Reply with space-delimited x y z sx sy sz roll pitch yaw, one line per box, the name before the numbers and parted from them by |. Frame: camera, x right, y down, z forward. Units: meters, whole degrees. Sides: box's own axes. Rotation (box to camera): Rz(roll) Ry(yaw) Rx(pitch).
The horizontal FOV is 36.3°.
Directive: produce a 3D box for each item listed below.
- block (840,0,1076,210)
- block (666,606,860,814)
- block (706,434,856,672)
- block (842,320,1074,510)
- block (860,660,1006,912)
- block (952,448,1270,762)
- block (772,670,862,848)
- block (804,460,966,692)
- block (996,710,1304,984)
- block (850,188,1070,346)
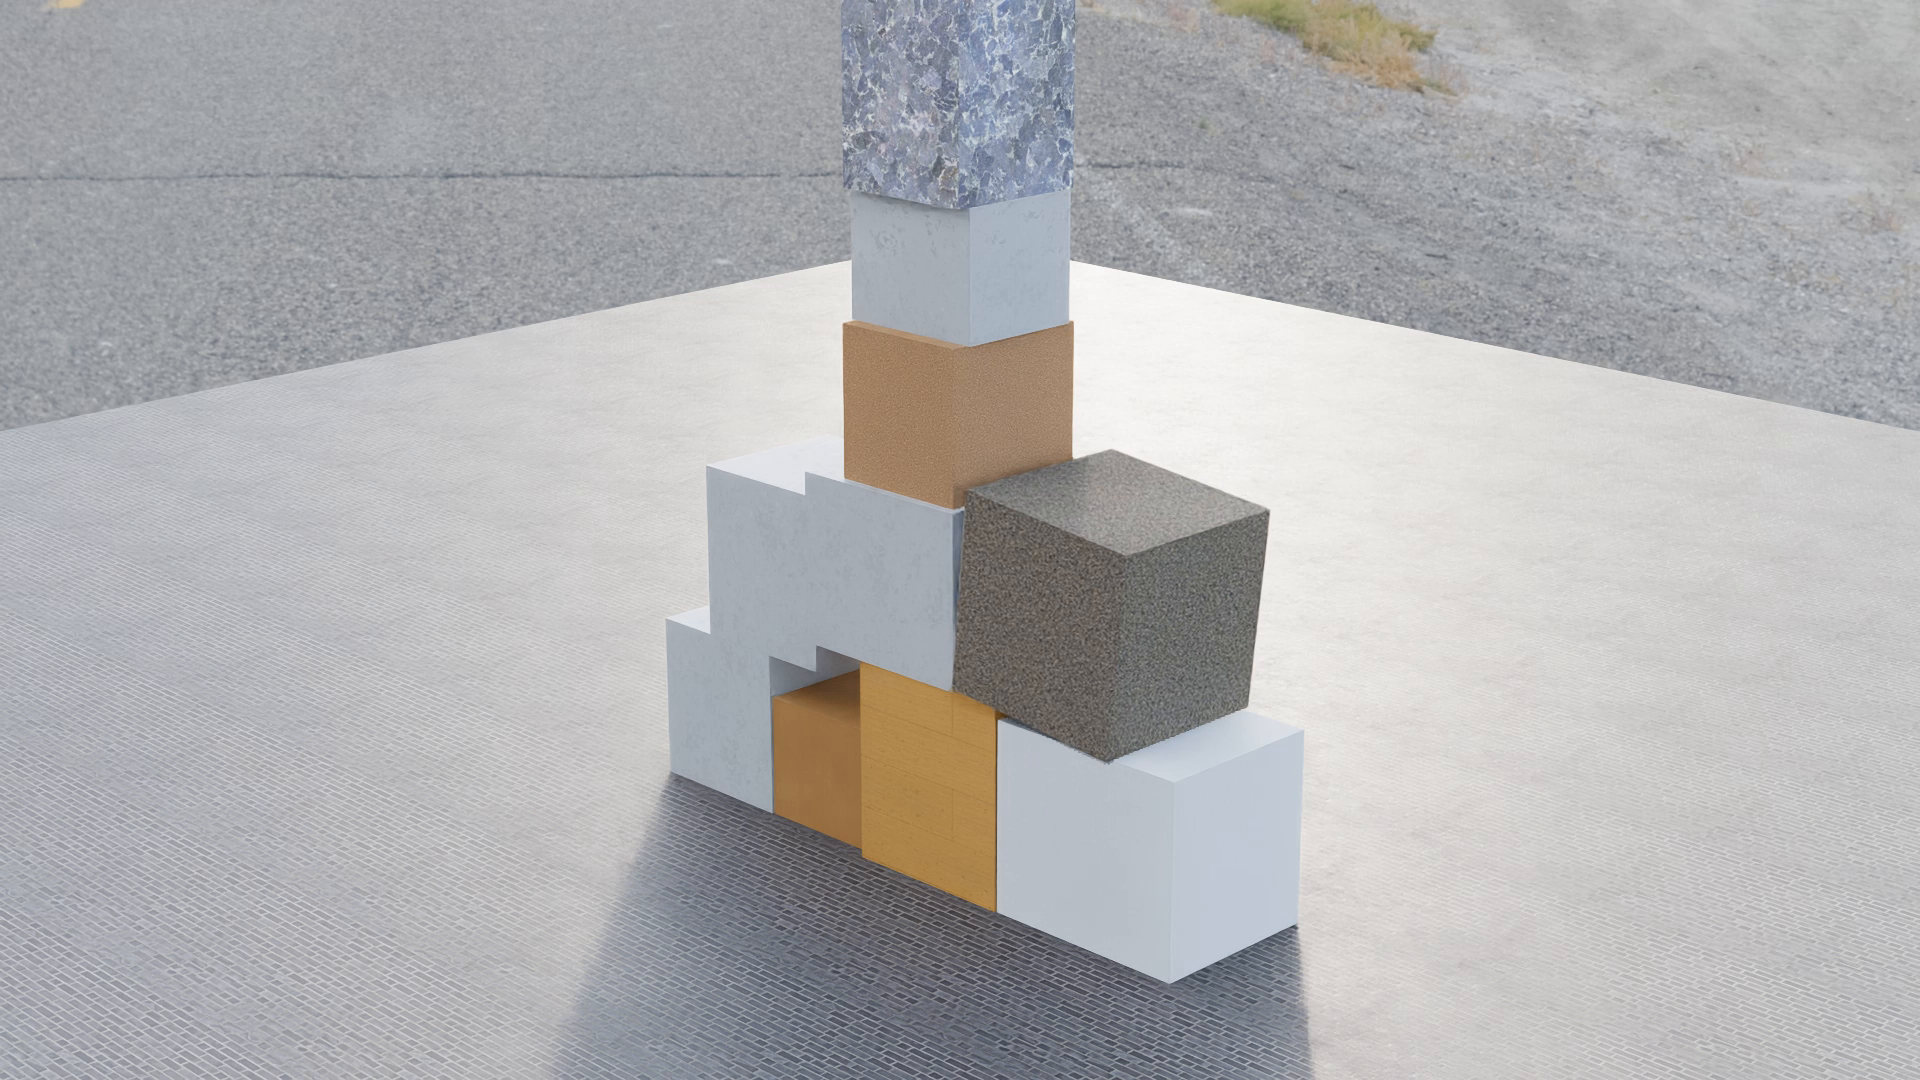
block | -0.008 -1.963 12.716 0.709 0.880 0.716 -17 24 -42
block | -0.912 0.772 14.538 0.751 0.810 0.768 -17 24 -42
block | -0.662 0.048 14.070 0.784 0.851 0.761 -17 24 -42
block | -0.007 -0.628 13.137 0.763 0.717 0.695 -17 24 -42
block | 0.163 1.006 13.513 0.889 0.978 0.861 -17 24 -42
block | 0.649 0.261 12.752 0.929 0.937 0.925 -17 30 -42
block | -0.402 1.029 14.075 0.719 0.596 0.667 -17 24 -42
block | -0.055 0.087 13.433 0.889 0.824 0.953 -17 24 -42
block | 0.828 1.239 12.875 0.859 0.916 1.019 -17 24 -42
block | 0.001 -1.259 12.947 0.626 0.601 0.741 -17 24 -42
